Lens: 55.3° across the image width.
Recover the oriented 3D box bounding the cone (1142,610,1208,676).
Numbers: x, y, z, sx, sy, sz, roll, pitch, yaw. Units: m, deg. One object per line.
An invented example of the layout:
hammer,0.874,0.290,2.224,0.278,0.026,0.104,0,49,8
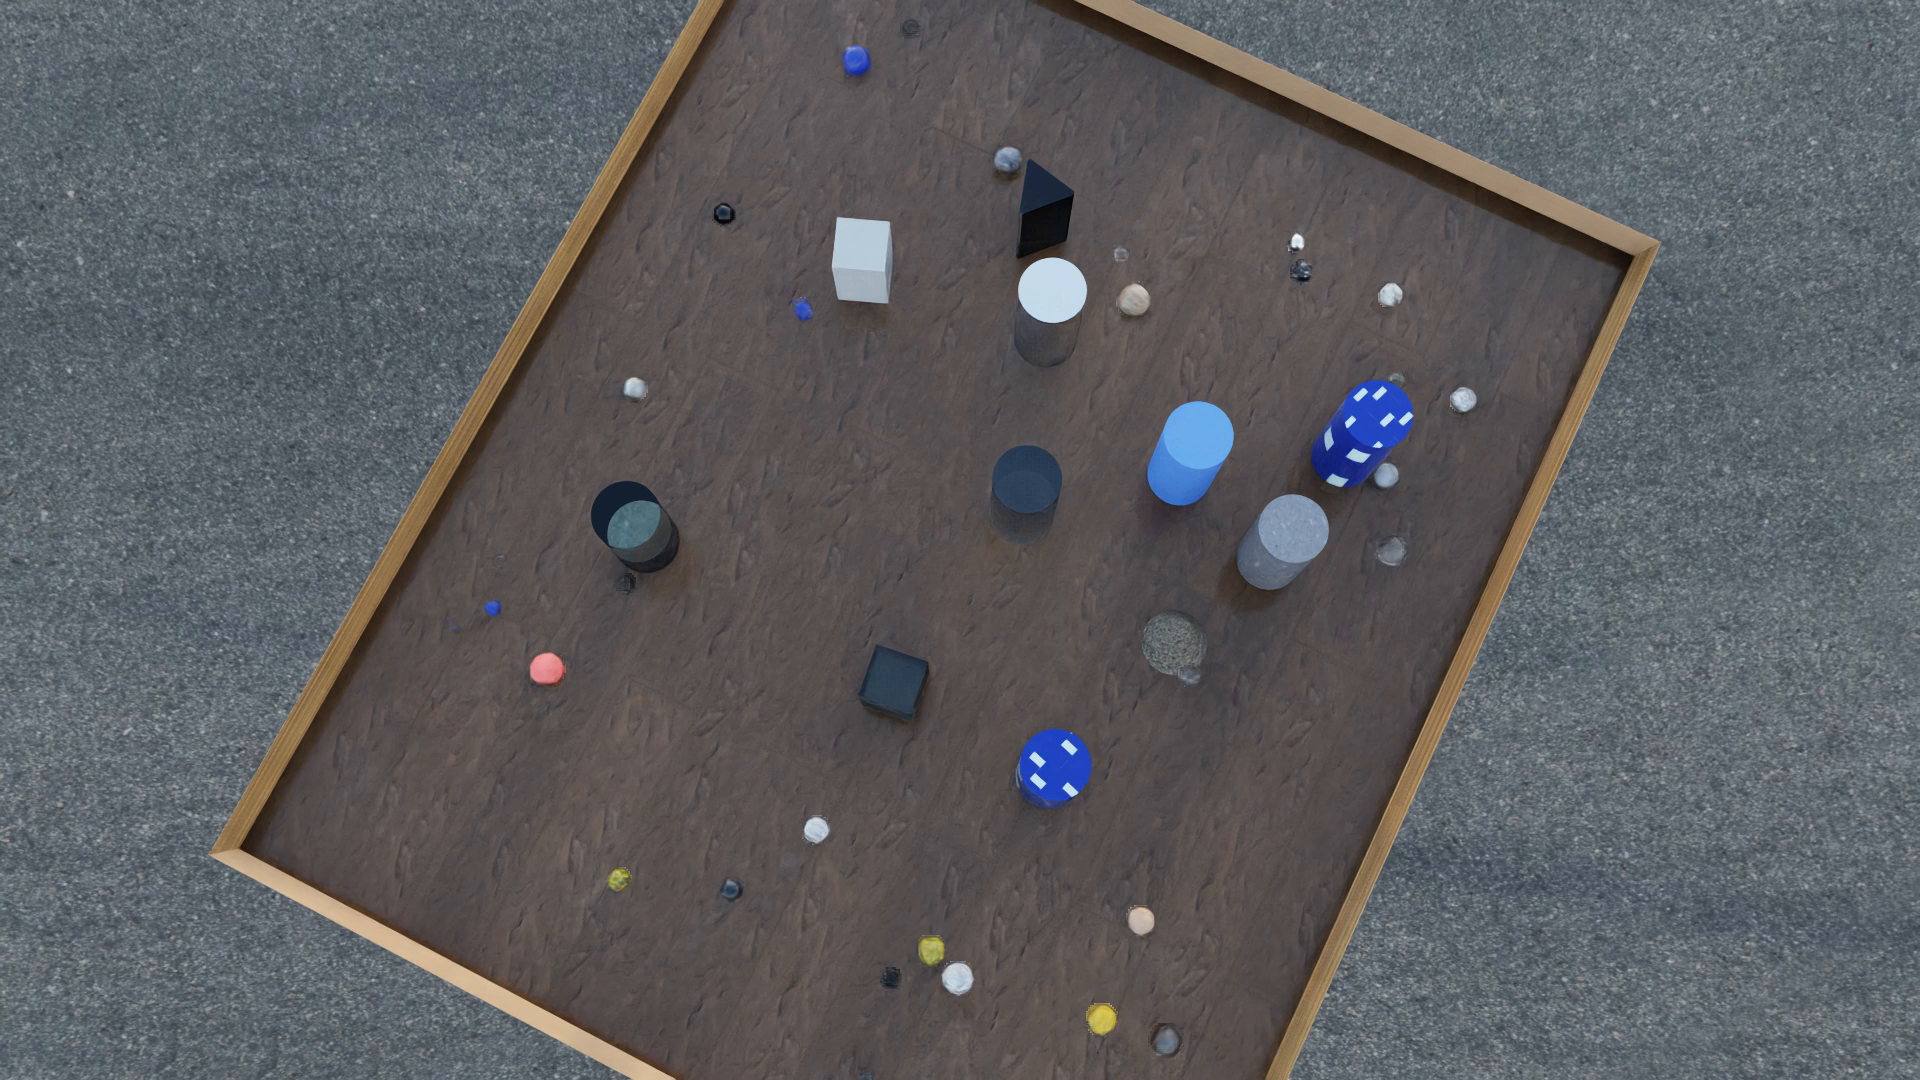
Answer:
cone,0.650,0.273,5.367,0.199,0.378,0.199,0,78,0

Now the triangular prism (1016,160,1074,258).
triangular prism,0.233,-1.030,5.637,0.172,0.377,0.149,-21,79,-4

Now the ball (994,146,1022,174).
ball,0.153,-1.206,5.822,0.086,0.086,0.086,0,78,0

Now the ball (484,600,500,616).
ball,-1.416,0.206,5.551,0.046,0.046,0.046,0,78,0

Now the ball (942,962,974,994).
ball,-0.006,1.271,5.308,0.090,0.090,0.090,0,78,0

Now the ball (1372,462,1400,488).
ball,1.304,-0.198,5.612,0.079,0.079,0.079,0,78,0

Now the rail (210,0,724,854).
rail,-1.343,-0.651,5.684,0.045,0.129,3.618,26,80,5

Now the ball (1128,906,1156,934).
ball,0.529,1.111,5.346,0.079,0.079,0.079,0,78,0

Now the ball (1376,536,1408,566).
ball,1.313,0.033,5.563,0.092,0.092,0.092,0,78,0

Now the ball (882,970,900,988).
ball,-0.200,1.275,5.327,0.051,0.051,0.051,0,78,0

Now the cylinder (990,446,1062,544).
cylinder,0.191,-0.127,5.414,0.199,0.449,0.199,0,78,0

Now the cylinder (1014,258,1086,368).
cylinder,0.269,-0.681,5.533,0.199,0.440,0.199,0,78,0

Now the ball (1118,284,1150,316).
ball,0.544,-0.749,5.721,0.099,0.099,0.099,0,78,0

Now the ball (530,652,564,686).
ball,-1.237,0.387,5.486,0.099,0.099,0.099,0,78,0

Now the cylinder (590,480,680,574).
cylinder,-0.958,-0.035,5.431,0.199,0.378,0.199,0,78,0

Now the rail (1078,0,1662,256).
rail,0.798,-1.557,5.872,3.050,0.129,0.045,26,80,5

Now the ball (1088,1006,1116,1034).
ball,0.410,1.385,5.288,0.082,0.082,0.082,0,78,0

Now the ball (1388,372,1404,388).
ball,1.357,-0.497,5.696,0.046,0.046,0.046,0,78,0

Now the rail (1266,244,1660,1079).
rail,1.343,0.664,5.412,0.045,0.129,3.618,26,80,5

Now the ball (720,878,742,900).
ball,-0.669,1.025,5.371,0.065,0.065,0.065,0,78,0

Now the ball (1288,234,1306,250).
ball,1.064,-0.939,5.785,0.052,0.052,0.052,0,78,0

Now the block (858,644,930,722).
block,-0.193,0.425,5.405,0.159,0.241,0.159,18,79,4

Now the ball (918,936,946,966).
ball,-0.083,1.195,5.327,0.082,0.082,0.082,0,78,0

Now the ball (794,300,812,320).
ball,-0.492,-0.721,5.736,0.058,0.058,0.058,0,78,0

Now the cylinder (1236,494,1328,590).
cylinder,0.944,0.011,5.394,0.199,0.432,0.199,0,78,0

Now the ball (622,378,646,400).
ball,-1.010,-0.468,5.677,0.071,0.071,0.071,0,78,0

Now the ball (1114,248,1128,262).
ball,0.508,-0.900,5.779,0.047,0.047,0.047,0,78,0

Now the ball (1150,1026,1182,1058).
ball,0.595,1.443,5.271,0.092,0.092,0.092,0,78,0

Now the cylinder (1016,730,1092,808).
cylinder,0.266,0.664,5.282,0.199,0.386,0.199,0,78,0

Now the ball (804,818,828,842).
ball,-0.424,0.856,5.403,0.072,0.072,0.072,0,78,0

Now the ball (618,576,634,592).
ball,-1.015,0.134,5.563,0.052,0.052,0.052,0,78,0

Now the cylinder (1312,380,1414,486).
cylinder,1.187,-0.309,5.435,0.199,0.481,0.199,0,78,0

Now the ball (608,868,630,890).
ball,-1.001,0.997,5.378,0.063,0.063,0.063,0,78,0

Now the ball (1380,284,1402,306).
ball,1.350,-0.767,5.739,0.071,0.071,0.071,0,78,0

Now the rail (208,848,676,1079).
rail,-0.798,1.571,5.224,3.050,0.129,0.045,26,80,5

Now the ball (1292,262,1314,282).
ball,1.077,-0.842,5.758,0.065,0.065,0.065,0,78,0

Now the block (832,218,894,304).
block,-0.298,-0.858,5.646,0.159,0.291,0.159,5,78,1

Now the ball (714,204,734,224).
ball,-0.746,-1.031,5.796,0.066,0.066,0.066,0,78,0

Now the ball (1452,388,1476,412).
ball,1.559,-0.435,5.669,0.074,0.074,0.074,0,78,0

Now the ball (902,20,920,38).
ball,-0.158,-1.654,5.930,0.058,0.058,0.058,0,78,0

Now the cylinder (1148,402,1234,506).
cylinder,0.678,-0.251,5.431,0.199,0.466,0.199,0,78,0

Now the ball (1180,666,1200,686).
ball,0.688,0.404,5.466,0.060,0.060,0.060,0,78,0

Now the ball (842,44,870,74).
ball,-0.333,-1.543,5.888,0.093,0.093,0.093,0,78,0
